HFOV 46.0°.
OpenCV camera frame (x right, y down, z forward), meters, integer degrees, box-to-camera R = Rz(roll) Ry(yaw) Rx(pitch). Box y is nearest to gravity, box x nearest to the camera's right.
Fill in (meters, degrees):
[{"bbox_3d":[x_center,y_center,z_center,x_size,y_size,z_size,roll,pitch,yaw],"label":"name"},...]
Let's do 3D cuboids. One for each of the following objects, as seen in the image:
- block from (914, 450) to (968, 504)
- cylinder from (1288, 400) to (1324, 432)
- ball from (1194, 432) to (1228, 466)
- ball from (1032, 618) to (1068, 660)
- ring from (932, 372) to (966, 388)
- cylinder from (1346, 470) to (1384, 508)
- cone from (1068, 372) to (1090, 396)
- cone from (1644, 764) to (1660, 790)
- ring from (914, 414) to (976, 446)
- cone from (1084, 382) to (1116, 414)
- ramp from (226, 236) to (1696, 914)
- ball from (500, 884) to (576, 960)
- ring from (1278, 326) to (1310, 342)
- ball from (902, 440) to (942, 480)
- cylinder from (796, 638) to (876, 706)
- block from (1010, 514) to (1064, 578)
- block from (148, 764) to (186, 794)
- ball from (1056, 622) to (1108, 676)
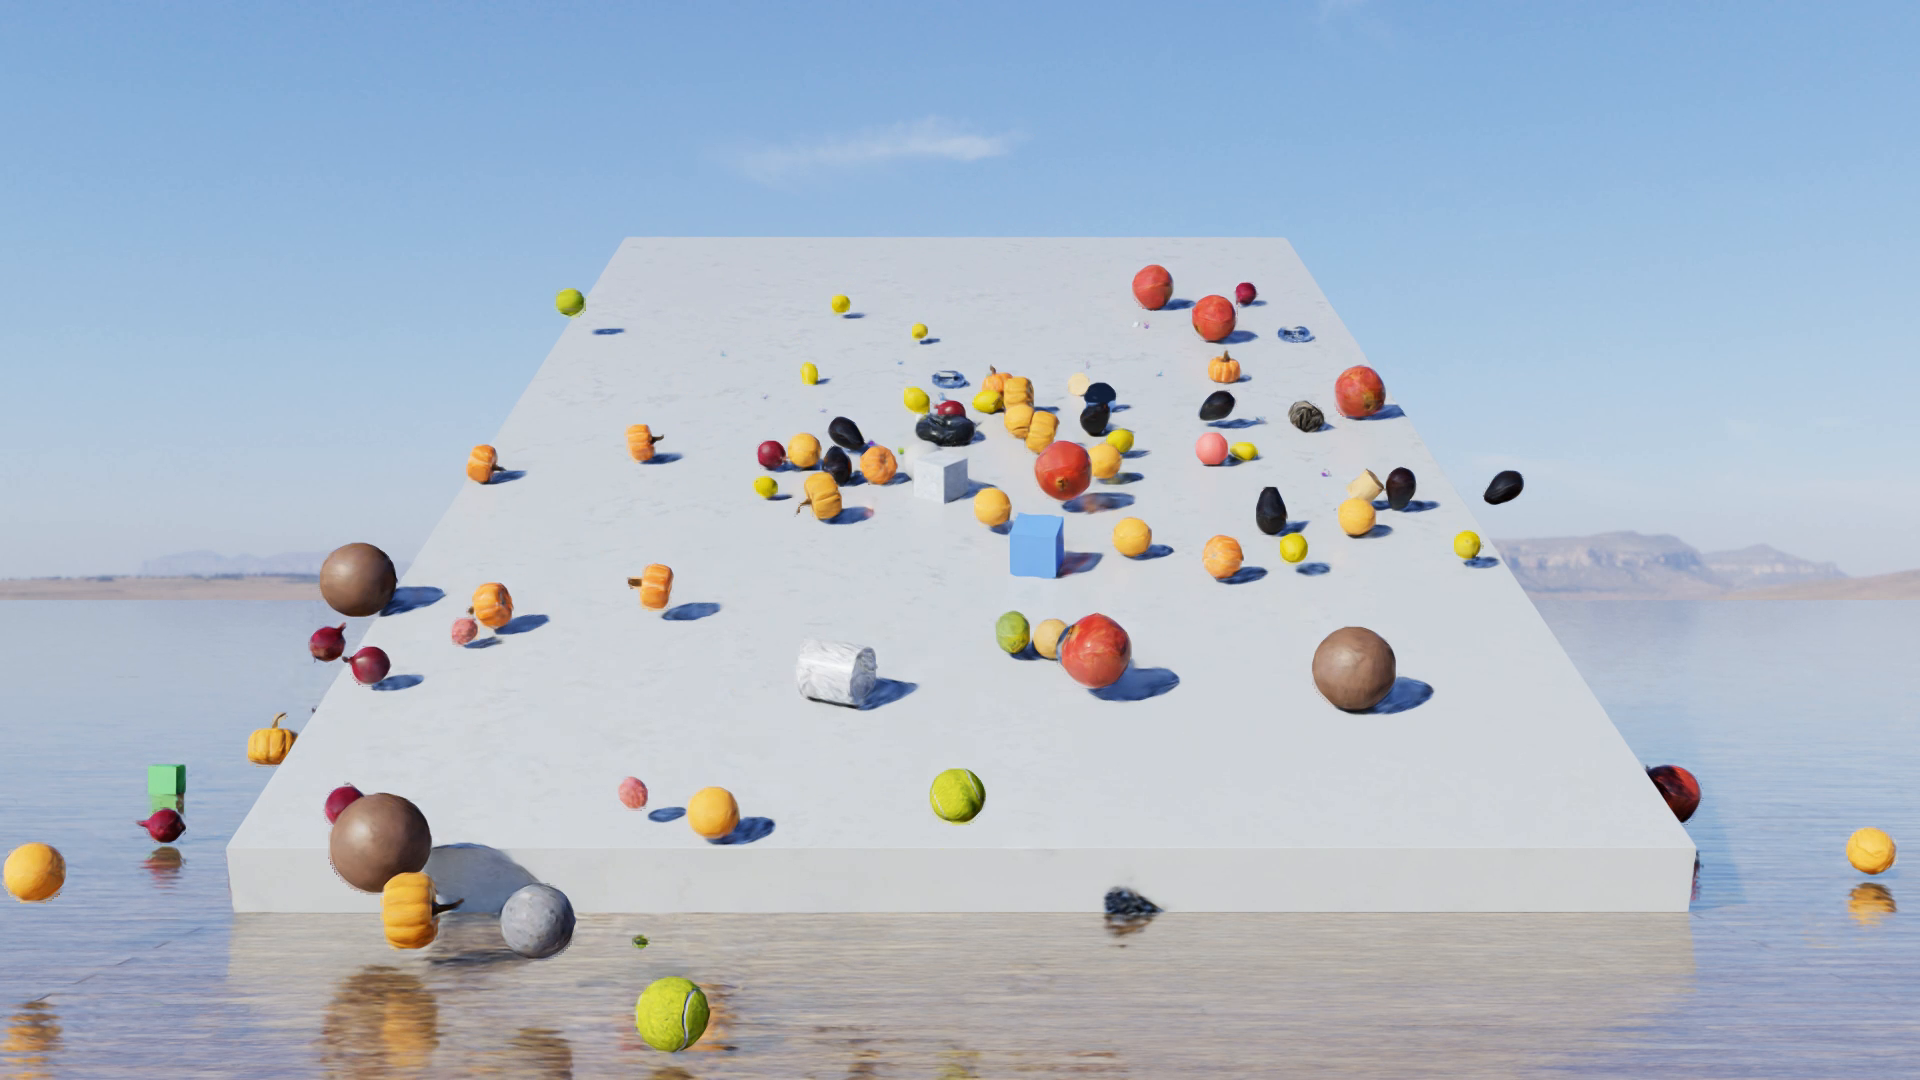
[{"bbox_3d":[-0.038,-0.125,4.491,0.077,0.077,0.077,15,24,36],"label":"block"},{"bbox_3d":[0.755,-0.269,4.930,0.057,0.057,0.057,0,19,-16],"label":"cylinder"},{"bbox_3d":[0.522,-0.189,4.685,0.070,0.070,0.070,0,-1,0],"label":"ball"},{"bbox_3d":[0.152,0.162,3.697,0.067,0.067,0.067,0,-1,0],"label":"ball"},{"bbox_3d":[-0.027,-0.375,5.271,0.080,0.027,0.080,-1,19,0],"label":"ring"},{"bbox_3d":[0.791,-0.101,4.409,0.053,0.053,0.053,-43,-18,18],"label":"cylinder"},{"bbox_3d":[0.280,-0.354,5.216,0.054,0.054,0.054,0,-8,16],"label":"cone"},{"bbox_3d":[1.549,0.531,5.093,0.056,0.056,0.056,0,-1,0],"label":"cone"},{"bbox_3d":[-0.032,-0.236,4.855,0.131,0.044,0.131,0,21,0],"label":"ring"},{"bbox_3d":[0.315,-0.313,5.089,0.072,0.072,0.072,0,-7,0],"label":"cone"},{"bbox_3d":[-0.005,-0.202,4.974,2.000,0.100,4.000,0,20,0],"label":"ramp"},{"bbox_3d":[-0.465,0.420,2.486,0.081,0.081,0.081,0,-1,0],"label":"ball"},{"bbox_3d":[0.839,-0.517,5.676,0.083,0.028,0.083,-1,20,0],"label":"ring"},{"bbox_3d":[-0.073,-0.160,4.576,0.085,0.085,0.085,0,-1,0],"label":"ball"},{"bbox_3d":[-0.192,0.206,3.527,0.094,0.094,0.094,9,2,22],"label":"cylinder"},{"bbox_3d":[0.139,0.011,4.082,0.084,0.084,0.084,4,28,11],"label":"block"},{"bbox_3d":[-1.745,0.526,4.971,0.061,0.061,0.061,0,-1,-1],"label":"block"},{"bbox_3d":[0.196,0.175,3.631,0.086,0.086,0.086,0,-1,0],"label":"ball"}]
